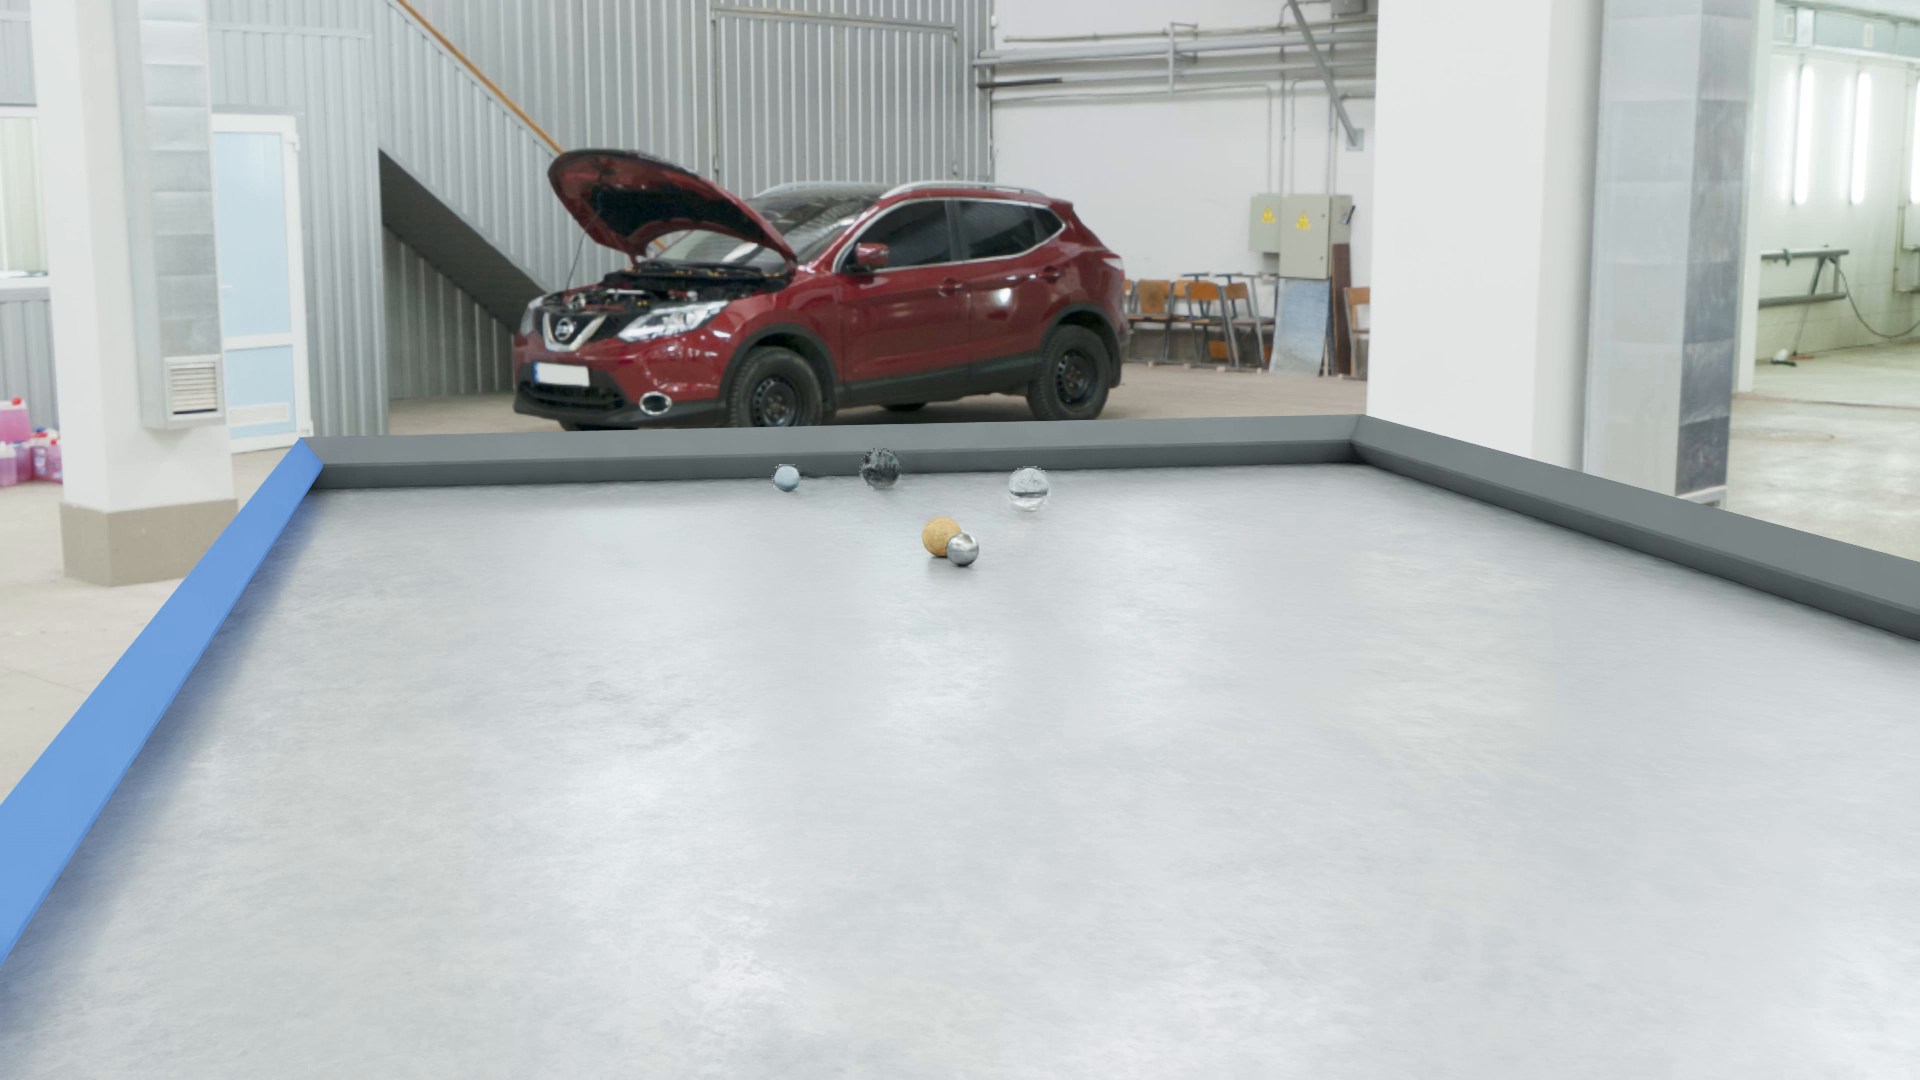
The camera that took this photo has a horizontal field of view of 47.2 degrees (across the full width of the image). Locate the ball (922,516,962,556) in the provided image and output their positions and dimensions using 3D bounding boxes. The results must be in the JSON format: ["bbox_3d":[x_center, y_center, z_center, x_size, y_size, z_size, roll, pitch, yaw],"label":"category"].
[{"bbox_3d":[-0.028,-0.005,3.465,0.064,0.064,0.064,0,9,0],"label":"ball"}]

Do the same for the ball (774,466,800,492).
[{"bbox_3d":[-0.331,-0.117,4.204,0.050,0.050,0.050,0,9,0],"label":"ball"}]

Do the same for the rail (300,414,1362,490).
[{"bbox_3d":[-0.203,-0.178,4.420,2.166,0.100,0.045,-2,9,-11],"label":"rail"}]

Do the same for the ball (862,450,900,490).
[{"bbox_3d":[-0.152,-0.135,4.238,0.075,0.075,0.075,0,9,0],"label":"ball"}]

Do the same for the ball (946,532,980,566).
[{"bbox_3d":[0.004,0.014,3.381,0.052,0.052,0.052,0,9,0],"label":"ball"}]

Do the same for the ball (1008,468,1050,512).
[{"bbox_3d":[0.125,-0.090,3.949,0.077,0.077,0.077,0,9,0],"label":"ball"}]

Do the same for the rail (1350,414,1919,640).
[{"bbox_3d":[1.246,0.108,2.643,0.045,0.100,4.154,-2,9,-11],"label":"rail"}]

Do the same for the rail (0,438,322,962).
[{"bbox_3d":[-0.830,0.175,2.225,0.045,0.100,4.154,-2,9,-11],"label":"rail"}]
